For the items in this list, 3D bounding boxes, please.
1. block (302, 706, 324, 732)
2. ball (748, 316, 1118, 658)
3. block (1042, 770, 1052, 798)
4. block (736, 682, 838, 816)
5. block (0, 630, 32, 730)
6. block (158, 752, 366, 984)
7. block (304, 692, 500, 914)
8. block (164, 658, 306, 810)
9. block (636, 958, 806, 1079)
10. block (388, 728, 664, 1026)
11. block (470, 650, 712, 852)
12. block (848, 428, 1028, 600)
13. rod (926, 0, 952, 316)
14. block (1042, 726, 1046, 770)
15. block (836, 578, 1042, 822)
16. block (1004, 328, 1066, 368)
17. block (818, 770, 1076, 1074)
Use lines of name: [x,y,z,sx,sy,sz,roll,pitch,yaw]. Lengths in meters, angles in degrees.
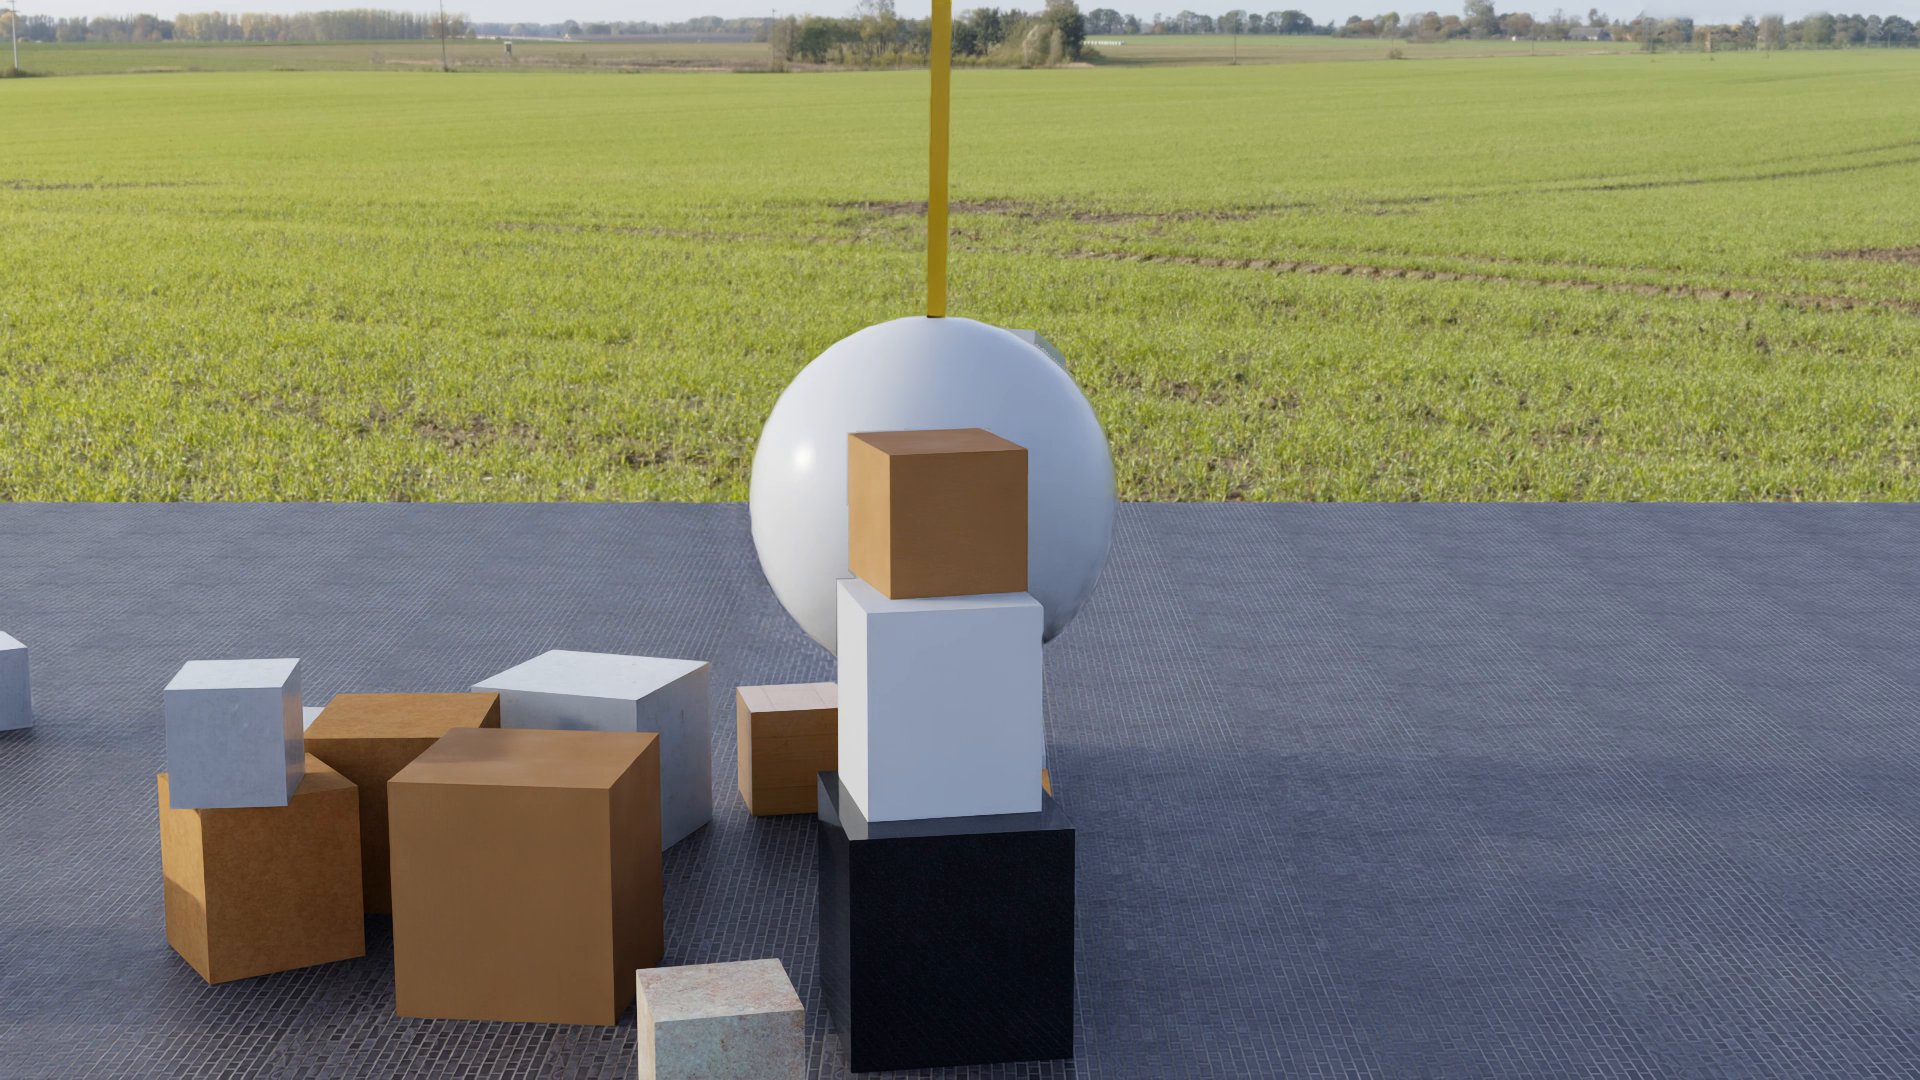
block: [-3.123,1.106,12.008,0.663,0.527,0.565,1,10,8]
ball: [-0.118,-0.175,11.149,1.600,1.600,1.600,0,10,0]
block: [0.010,1.332,10.474,0.718,0.632,0.673,0,10,0]
block: [-0.810,1.016,12.547,0.492,0.512,0.531,-2,11,-12]
block: [-5.392,0.786,14.004,0.486,0.443,0.499,-7,12,-34]
block: [-2.825,1.312,10.370,0.628,0.708,0.606,-6,12,-32]
block: [-2.415,1.134,11.184,0.723,0.767,0.789,0,10,-2]
block: [-2.852,0.758,10.117,0.442,0.474,0.497,-1,10,-6]
block: [-0.796,1.741,8.502,0.485,0.532,0.502,-2,11,-13]
block: [-1.661,1.283,9.945,0.841,0.917,0.815,1,10,6]
block: [-1.698,0.997,11.933,0.825,0.769,0.792,3,11,18]
block: [-0.089,-0.109,9.600,0.523,0.528,0.604,-3,11,-16]
rod: [-0.051,-3.520,10.540,0.080,5.200,0.080,1,10,0]
block: [-0.020,1.181,11.144,0.764,0.689,0.686,0,10,0]
block: [-0.083,0.568,9.493,0.641,0.764,0.629,-2,11,-12]
block: [0.061,-0.679,13.139,0.774,0.691,0.723,4,-6,15]
block: [-0.069,1.381,9.564,0.809,0.861,0.915,-2,10,-10]
